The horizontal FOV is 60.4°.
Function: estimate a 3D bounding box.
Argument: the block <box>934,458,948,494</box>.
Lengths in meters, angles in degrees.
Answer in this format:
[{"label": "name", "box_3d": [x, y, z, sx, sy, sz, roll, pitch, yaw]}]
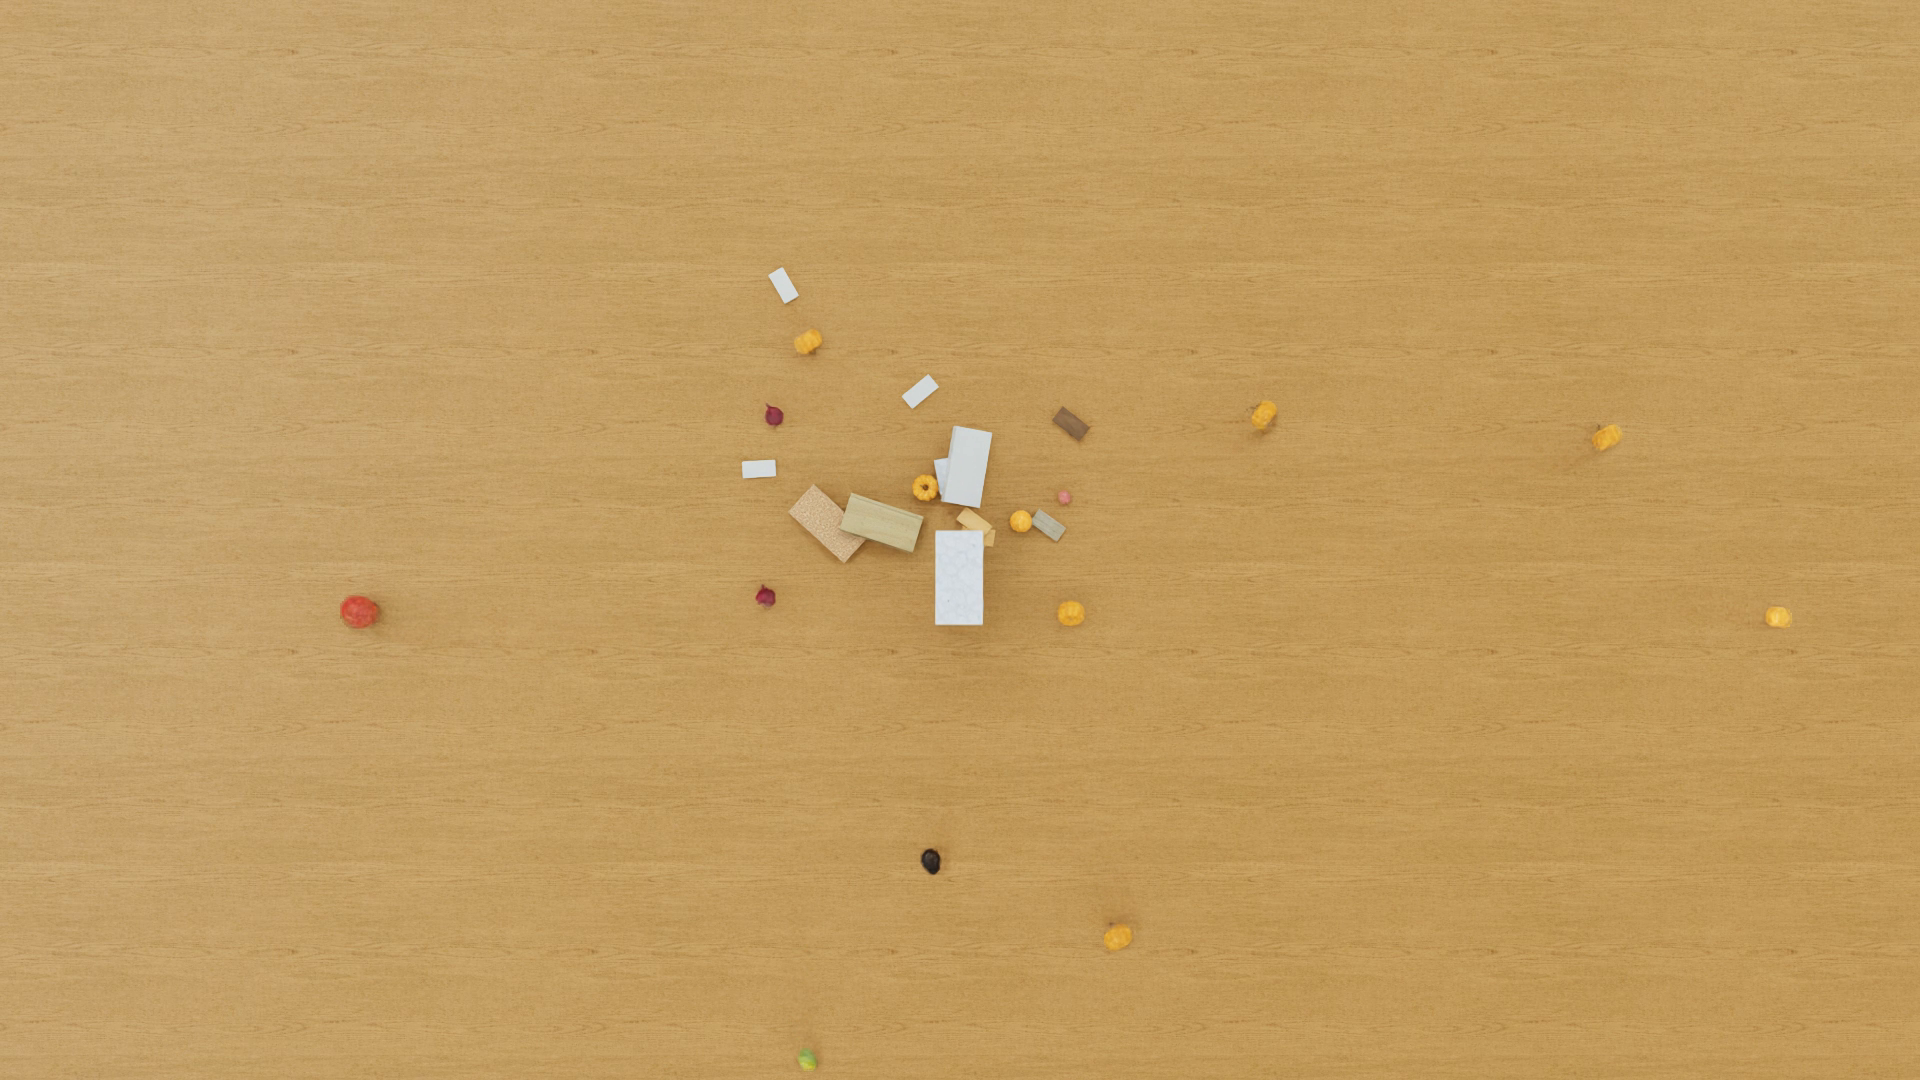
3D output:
[{"label": "block", "box_3d": [-0.048, -0.213, 5.480, 0.058, 0.016, 0.116, -10, 96, 1]}]

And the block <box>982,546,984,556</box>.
[{"label": "block", "box_3d": [0.002, 0.027, 5.353, 0.147, 0.294, 0.042, 9, 90, 0]}]

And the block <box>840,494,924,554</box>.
[{"label": "block", "box_3d": [-0.260, -0.055, 5.458, 0.252, 0.036, 0.126, 18, 78, -5]}]

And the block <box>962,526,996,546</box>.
[{"label": "block", "box_3d": [0.059, -0.014, 5.492, 0.111, 0.016, 0.055, 9, 90, 0]}]

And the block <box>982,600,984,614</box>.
[{"label": "block", "box_3d": [0.001, 0.213, 5.352, 0.147, 0.294, 0.042, 0, 89, 0]}]

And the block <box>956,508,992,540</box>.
[{"label": "block", "box_3d": [0.048, -0.055, 5.479, 0.111, 0.016, 0.055, 36, 77, 7]}]

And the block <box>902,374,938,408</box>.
[{"label": "block", "box_3d": [-0.132, -0.494, 5.492, 0.115, 0.015, 0.054, -40, 90, 0]}]

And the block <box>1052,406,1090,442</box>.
[{"label": "block", "box_3d": [0.370, -0.386, 5.492, 0.116, 0.016, 0.058, 38, 90, 0]}]

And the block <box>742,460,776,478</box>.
[{"label": "block", "box_3d": [-0.668, -0.237, 5.492, 0.109, 0.015, 0.054, -3, 90, 0]}]

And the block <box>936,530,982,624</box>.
[{"label": "block", "box_3d": [-0.002, 0.118, 5.184, 0.147, 0.042, 0.294, 0, 90, 0]}]

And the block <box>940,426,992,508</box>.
[{"label": "block", "box_3d": [0.022, -0.242, 5.464, 0.126, 0.036, 0.252, 10, 90, -18]}]

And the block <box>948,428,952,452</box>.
[{"label": "block", "box_3d": [-0.011, -0.316, 5.492, 0.058, 0.016, 0.116, -3, 90, 0]}]

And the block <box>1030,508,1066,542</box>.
[{"label": "block", "box_3d": [0.292, -0.049, 5.492, 0.111, 0.016, 0.055, 36, 90, 0]}]

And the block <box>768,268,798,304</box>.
[{"label": "block", "box_3d": [-0.587, -0.847, 5.492, 0.054, 0.015, 0.109, -30, 90, 0]}]

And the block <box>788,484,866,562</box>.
[{"label": "block", "box_3d": [-0.435, -0.055, 5.482, 0.252, 0.036, 0.126, 42, 90, 0]}]
